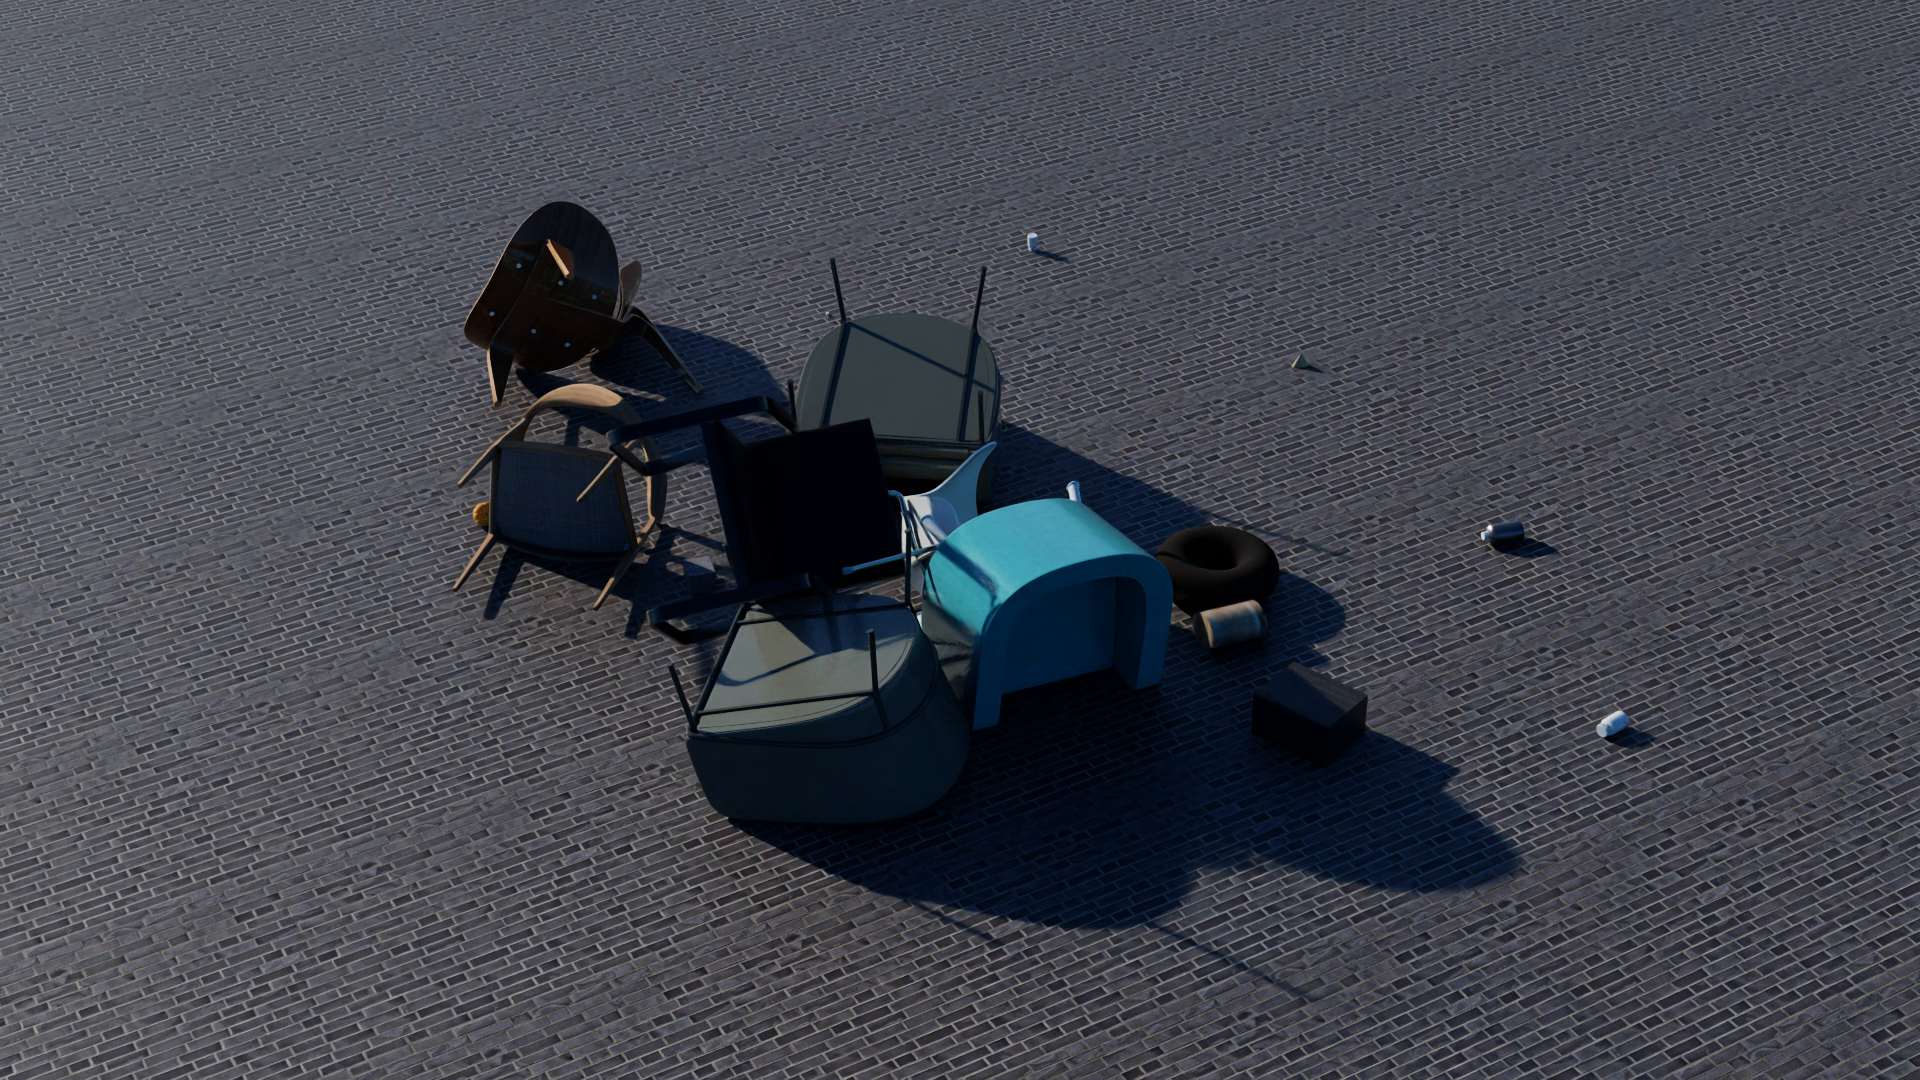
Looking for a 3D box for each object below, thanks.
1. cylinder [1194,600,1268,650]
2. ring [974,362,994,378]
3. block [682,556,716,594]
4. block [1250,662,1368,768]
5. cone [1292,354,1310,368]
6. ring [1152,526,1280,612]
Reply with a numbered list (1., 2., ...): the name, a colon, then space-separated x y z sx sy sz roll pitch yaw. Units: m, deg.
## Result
1. cylinder: 0.956 0.299 10.371 0.211 0.129 0.168 -12 21 -18
2. ring: 0.096 -0.693 11.968 0.067 0.032 0.111 -15 37 -23
3. block: -0.948 0.128 10.678 0.096 0.079 0.112 -10 35 -14
4. block: 1.178 0.588 9.897 0.301 0.169 0.238 25 41 32
5. cone: 1.397 -0.740 12.013 0.074 0.060 0.042 -6 34 -9
6. ring: 0.927 0.107 10.640 0.463 0.159 0.459 12 34 19
